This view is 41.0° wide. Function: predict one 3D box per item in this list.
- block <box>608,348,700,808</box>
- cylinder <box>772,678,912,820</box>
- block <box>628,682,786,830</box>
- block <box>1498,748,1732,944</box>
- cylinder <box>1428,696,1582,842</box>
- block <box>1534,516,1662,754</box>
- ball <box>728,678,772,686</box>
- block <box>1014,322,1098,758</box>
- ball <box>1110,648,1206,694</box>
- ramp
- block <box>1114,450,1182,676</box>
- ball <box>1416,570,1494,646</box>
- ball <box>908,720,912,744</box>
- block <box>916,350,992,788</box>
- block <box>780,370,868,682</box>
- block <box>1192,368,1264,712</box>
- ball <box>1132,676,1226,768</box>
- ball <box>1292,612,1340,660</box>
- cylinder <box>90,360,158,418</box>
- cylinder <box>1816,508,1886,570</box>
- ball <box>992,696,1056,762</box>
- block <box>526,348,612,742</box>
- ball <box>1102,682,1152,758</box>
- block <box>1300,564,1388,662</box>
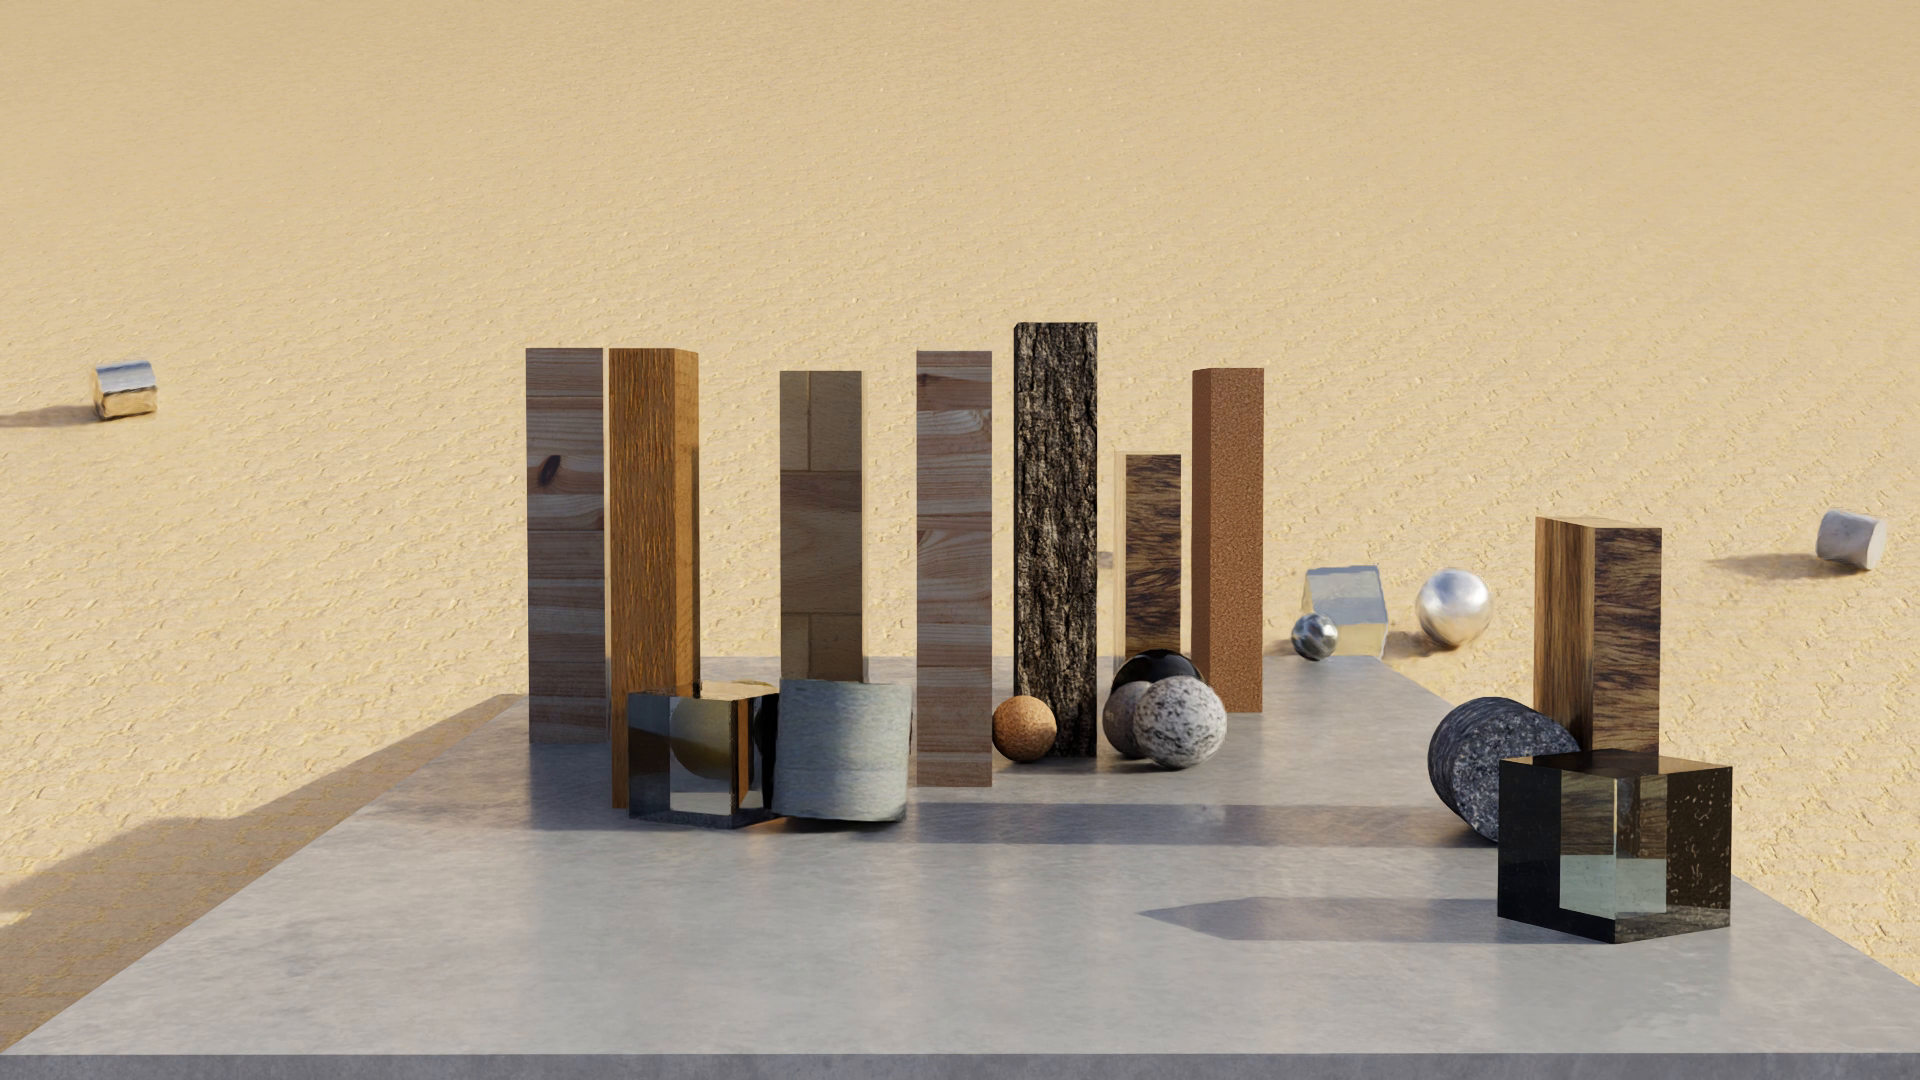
[{"bbox_3d":[-0.499,0.052,4.240,0.103,0.727,0.376,0,3,0],"label":"block"},{"bbox_3d":[-0.180,0.319,3.933,0.203,0.203,0.203,3,-3,0],"label":"cylinder"},{"bbox_3d":[-0.377,0.331,3.993,0.195,0.195,0.195,2,4,31],"label":"block"},{"bbox_3d":[0.807,0.373,3.172,0.197,0.197,0.197,-2,4,-32],"label":"block"},{"bbox_3d":[0.809,0.340,3.814,0.195,0.195,0.195,0,3,0],"label":"cylinder"},{"bbox_3d":[0.954,0.203,3.870,0.096,0.462,0.379,0,3,0],"label":"block"},{"bbox_3d":[-0.368,0.323,4.461,0.164,0.164,0.164,0,21,0],"label":"ball"},{"bbox_3d":[0.176,-0.008,4.820,0.143,0.786,0.368,0,3,0],"label":"block"},{"bbox_3d":[0.372,0.294,4.801,0.183,0.183,0.183,0,21,0],"label":"ball"},{"bbox_3d":[0.050,0.451,4.532,2.000,0.100,4.000,0,3,0],"label":"ramp"},{"bbox_3d":[0.366,0.099,5.070,0.105,0.544,0.376,0,3,0],"label":"block"},{"bbox_3d":[1.309,0.179,6.805,0.204,0.204,0.204,0,21,0],"label":"ball"},{"bbox_3d":[-0.162,0.327,4.446,0.157,0.157,0.157,0,21,0],"label":"ball"},{"bbox_3d":[-0.010,0.038,4.499,0.126,0.728,0.448,0,3,0],"label":"block"},{"bbox_3d":[-0.244,0.044,4.661,0.144,0.698,0.304,0,3,0],"label":"block"},{"bbox_3d":[0.572,-0.010,5.524,0.109,0.714,0.427,0,3,0],"label":"block"},{"bbox_3d":[0.385,0.320,4.510,0.163,0.163,0.163,0,21,0],"label":"ball"},{"bbox_3d":[0.886,0.241,6.410,0.119,0.119,0.119,0,21,0],"label":"ball"},{"bbox_3d":[-2.790,-0.504,8.577,0.175,0.175,0.175,-12,24,-29],"label":"cylinder"},{"bbox_3d":[2.541,-0.003,7.333,0.146,0.146,0.146,16,27,34],"label":"cylinder"},{"bbox_3d":[0.113,0.337,4.594,0.119,0.119,0.119,0,21,0],"label":"ball"},{"bbox_3d":[-0.742,0.003,4.991,0.146,0.746,0.299,0,3,0],"label":"block"},{"bbox_3d":[0.326,0.325,4.649,0.139,0.139,0.139,0,21,0],"label":"ball"},{"bbox_3d":[0.997,0.198,6.676,0.184,0.184,0.184,-4,53,-1],"label":"block"}]
